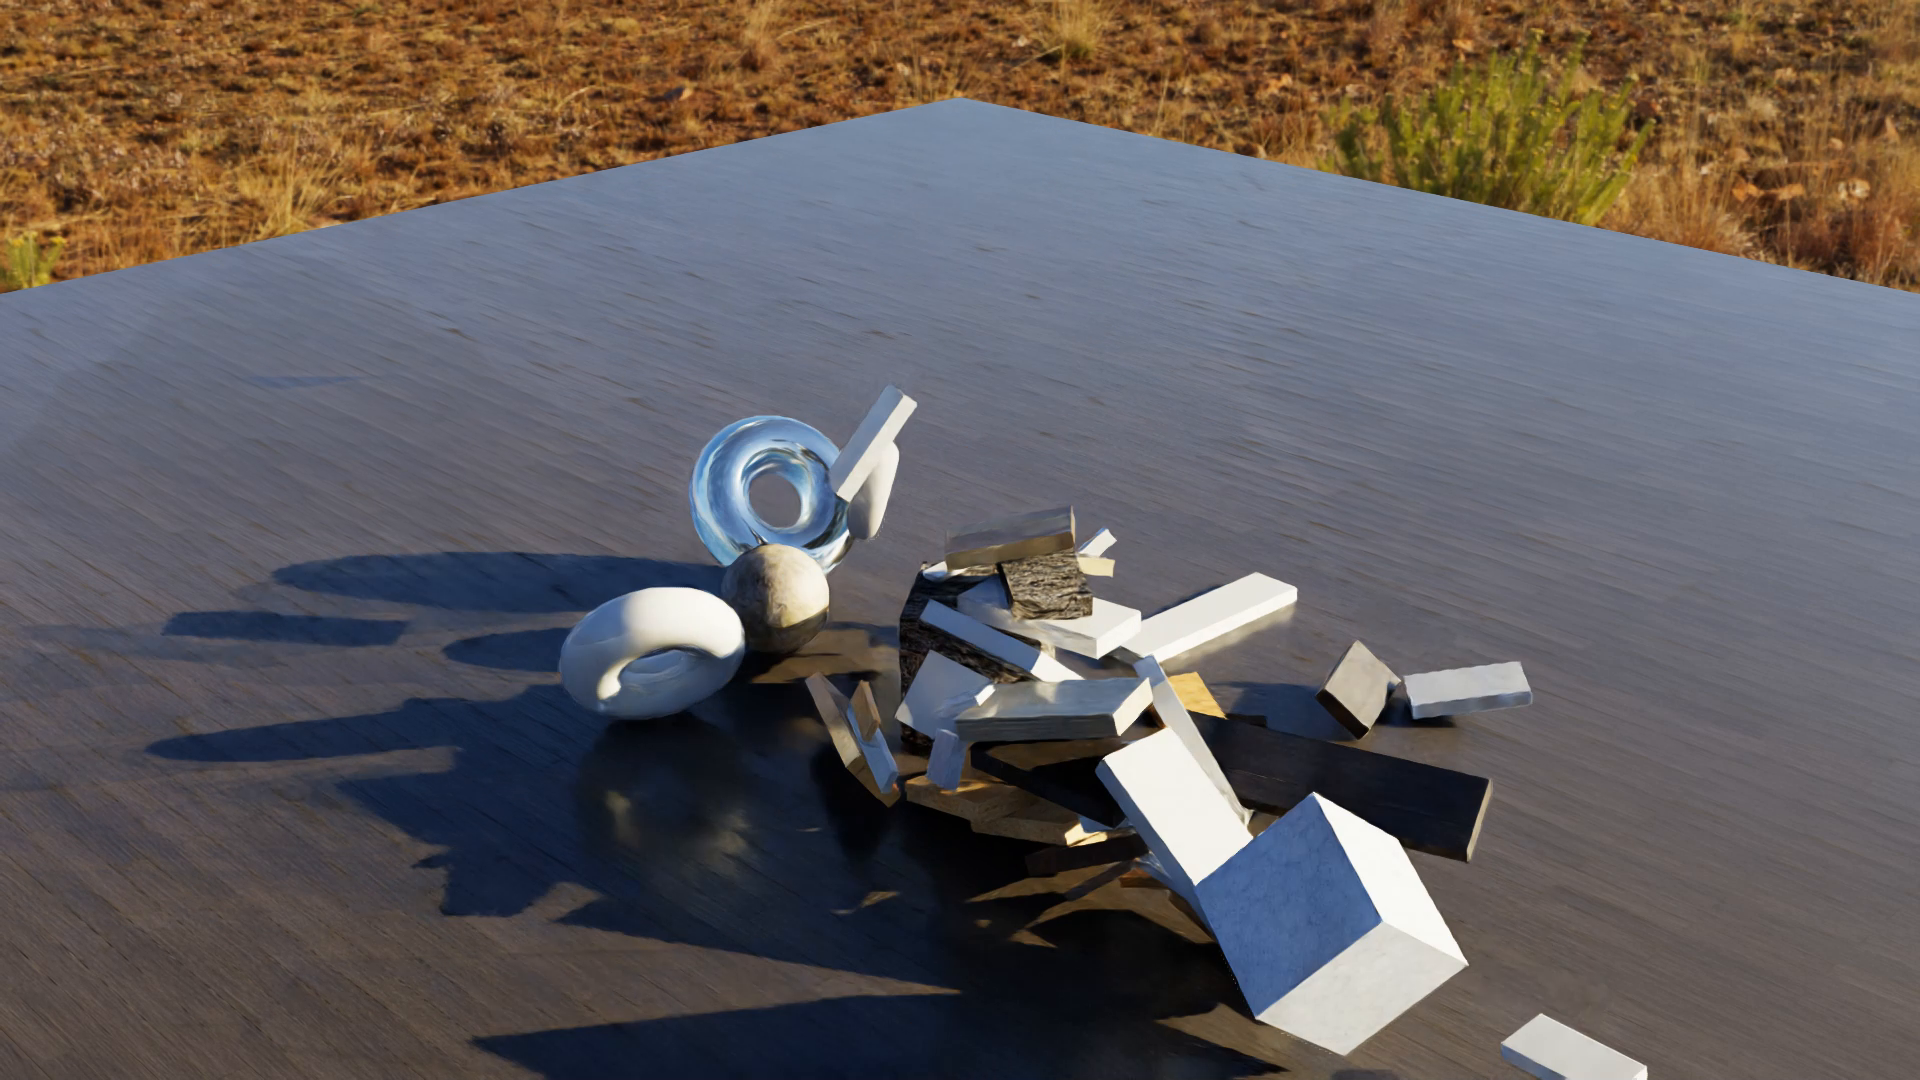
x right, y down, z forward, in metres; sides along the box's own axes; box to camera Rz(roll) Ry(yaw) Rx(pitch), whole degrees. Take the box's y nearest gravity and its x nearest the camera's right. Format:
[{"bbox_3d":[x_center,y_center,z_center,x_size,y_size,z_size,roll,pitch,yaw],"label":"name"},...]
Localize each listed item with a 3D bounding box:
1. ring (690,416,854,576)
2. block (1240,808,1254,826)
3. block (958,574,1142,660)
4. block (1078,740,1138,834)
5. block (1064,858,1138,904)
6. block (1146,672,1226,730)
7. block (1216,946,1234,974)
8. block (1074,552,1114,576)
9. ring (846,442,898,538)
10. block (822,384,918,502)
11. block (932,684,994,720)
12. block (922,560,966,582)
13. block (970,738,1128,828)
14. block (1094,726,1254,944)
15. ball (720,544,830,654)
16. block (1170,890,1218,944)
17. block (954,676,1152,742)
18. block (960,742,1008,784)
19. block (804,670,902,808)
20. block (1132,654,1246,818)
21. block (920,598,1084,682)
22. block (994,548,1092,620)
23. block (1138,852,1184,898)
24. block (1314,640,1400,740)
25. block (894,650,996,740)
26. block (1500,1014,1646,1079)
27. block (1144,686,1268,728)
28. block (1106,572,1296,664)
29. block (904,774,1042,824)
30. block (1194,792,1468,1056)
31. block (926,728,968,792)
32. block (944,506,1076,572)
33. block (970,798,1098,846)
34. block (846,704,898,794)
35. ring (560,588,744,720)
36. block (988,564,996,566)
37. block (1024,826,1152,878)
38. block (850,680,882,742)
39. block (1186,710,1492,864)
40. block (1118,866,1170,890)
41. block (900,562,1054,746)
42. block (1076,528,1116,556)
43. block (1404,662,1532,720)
[{"bbox_3d":[-0.456,-0.097,5.448,0.443,0.443,0.148,-14,-11,-29],"label":"ring"},{"bbox_3d":[0.551,0.499,4.533,0.144,0.041,0.287,8,24,19],"label":"block"},{"bbox_3d":[0.184,0.153,4.580,0.351,0.046,0.162,16,28,33],"label":"block"},{"bbox_3d":[0.324,0.464,4.208,0.149,0.042,0.299,-12,17,15],"label":"block"},{"bbox_3d":[0.271,0.629,4.107,0.150,0.021,0.075,-33,-9,26],"label":"block"},{"bbox_3d":[0.489,0.388,4.580,0.132,0.037,0.264,-8,43,-22],"label":"block"},{"bbox_3d":[0.582,0.769,3.904,0.119,0.034,0.238,-18,29,-35],"label":"block"},{"bbox_3d":[0.237,0.047,4.944,0.128,0.036,0.256,6,3,-19],"label":"block"},{"bbox_3d":[-0.213,-0.125,5.361,0.084,0.251,0.251,16,24,-1],"label":"ring"},{"bbox_3d":[-0.209,-0.227,5.094,0.039,0.275,0.138,34,3,-23],"label":"block"},{"bbox_3d":[0.006,0.309,4.188,0.115,0.016,0.058,-22,10,38],"label":"block"},{"bbox_3d":[-0.034,0.067,4.823,0.047,0.013,0.095,18,29,36],"label":"block"},{"bbox_3d":[0.200,0.419,4.120,0.331,0.047,0.166,20,40,34],"label":"block"},{"bbox_3d":[0.452,0.569,3.933,0.166,0.047,0.501,-21,63,-33],"label":"block"},{"bbox_3d":[-0.430,0.137,5.112,0.256,0.256,0.256,0,23,0],"label":"ball"},{"bbox_3d":[0.500,0.687,3.983,0.119,0.034,0.239,-14,32,-30],"label":"block"},{"bbox_3d":[0.175,0.317,4.114,0.331,0.047,0.166,-5,18,30],"label":"block"},{"bbox_3d":[0.104,0.429,4.326,0.217,0.102,0.029,2,-19,16],"label":"block"},{"bbox_3d":[-0.227,0.413,4.616,0.039,0.138,0.400,-41,27,3],"label":"block"},{"bbox_3d":[0.439,0.382,4.225,0.045,0.320,0.160,-30,16,4],"label":"block"},{"bbox_3d":[0.083,0.216,4.370,0.320,0.045,0.160,24,-7,42],"label":"block"},{"bbox_3d":[0.172,0.078,4.636,0.162,0.046,0.324,-3,23,-6],"label":"block"},{"bbox_3d":[0.401,0.604,3.988,0.075,0.021,0.150,-18,29,-32],"label":"block"},{"bbox_3d":[0.877,0.328,4.848,0.132,0.037,0.264,44,33,4],"label":"block"},{"bbox_3d":[0.015,0.353,4.492,0.046,0.162,0.324,31,-5,-43],"label":"block"},{"bbox_3d":[0.985,0.840,3.536,0.103,0.029,0.206,-24,29,-32],"label":"block"},{"bbox_3d":[0.543,0.366,4.849,0.264,0.037,0.132,3,23,7],"label":"block"},{"bbox_3d":[0.579,0.189,5.268,0.557,0.036,0.128,-20,30,-39],"label":"block"},{"bbox_3d":[0.023,0.506,4.413,0.144,0.041,0.287,-14,10,-30],"label":"block"},{"bbox_3d":[0.607,0.634,3.620,0.266,0.266,0.266,30,25,-42],"label":"block"},{"bbox_3d":[-0.026,0.433,4.348,0.029,0.102,0.203,14,-2,-10],"label":"block"},{"bbox_3d":[0.108,-0.004,4.707,0.275,0.039,0.138,-11,24,8],"label":"block"},{"bbox_3d":[0.168,0.541,4.305,0.149,0.042,0.299,-17,9,-36],"label":"block"},{"bbox_3d":[-0.176,0.402,4.383,0.016,0.058,0.261,9,29,-26],"label":"block"},{"bbox_3d":[-0.659,0.246,4.728,0.403,0.403,0.134,-8,56,-17],"label":"ring"},{"bbox_3d":[0.087,0.090,5.057,0.059,0.119,0.017,10,26,-3],"label":"block"},{"bbox_3d":[0.275,0.576,4.149,0.149,0.042,0.299,-16,-3,-41],"label":"block"},{"bbox_3d":[-0.189,0.341,4.391,0.016,0.058,0.115,9,36,-26],"label":"block"},{"bbox_3d":[0.710,0.478,4.312,0.628,0.045,0.160,11,61,27],"label":"block"},{"bbox_3d":[0.374,0.620,4.072,0.075,0.021,0.150,-24,10,-39],"label":"block"},{"bbox_3d":[0.042,0.252,4.785,0.298,0.298,0.298,3,23,8],"label":"block"},{"bbox_3d":[0.320,0.016,5.201,0.094,0.047,0.013,-42,36,-1],"label":"block"},{"bbox_3d":[1.116,0.330,4.843,0.256,0.036,0.128,-8,26,6],"label":"block"}]
